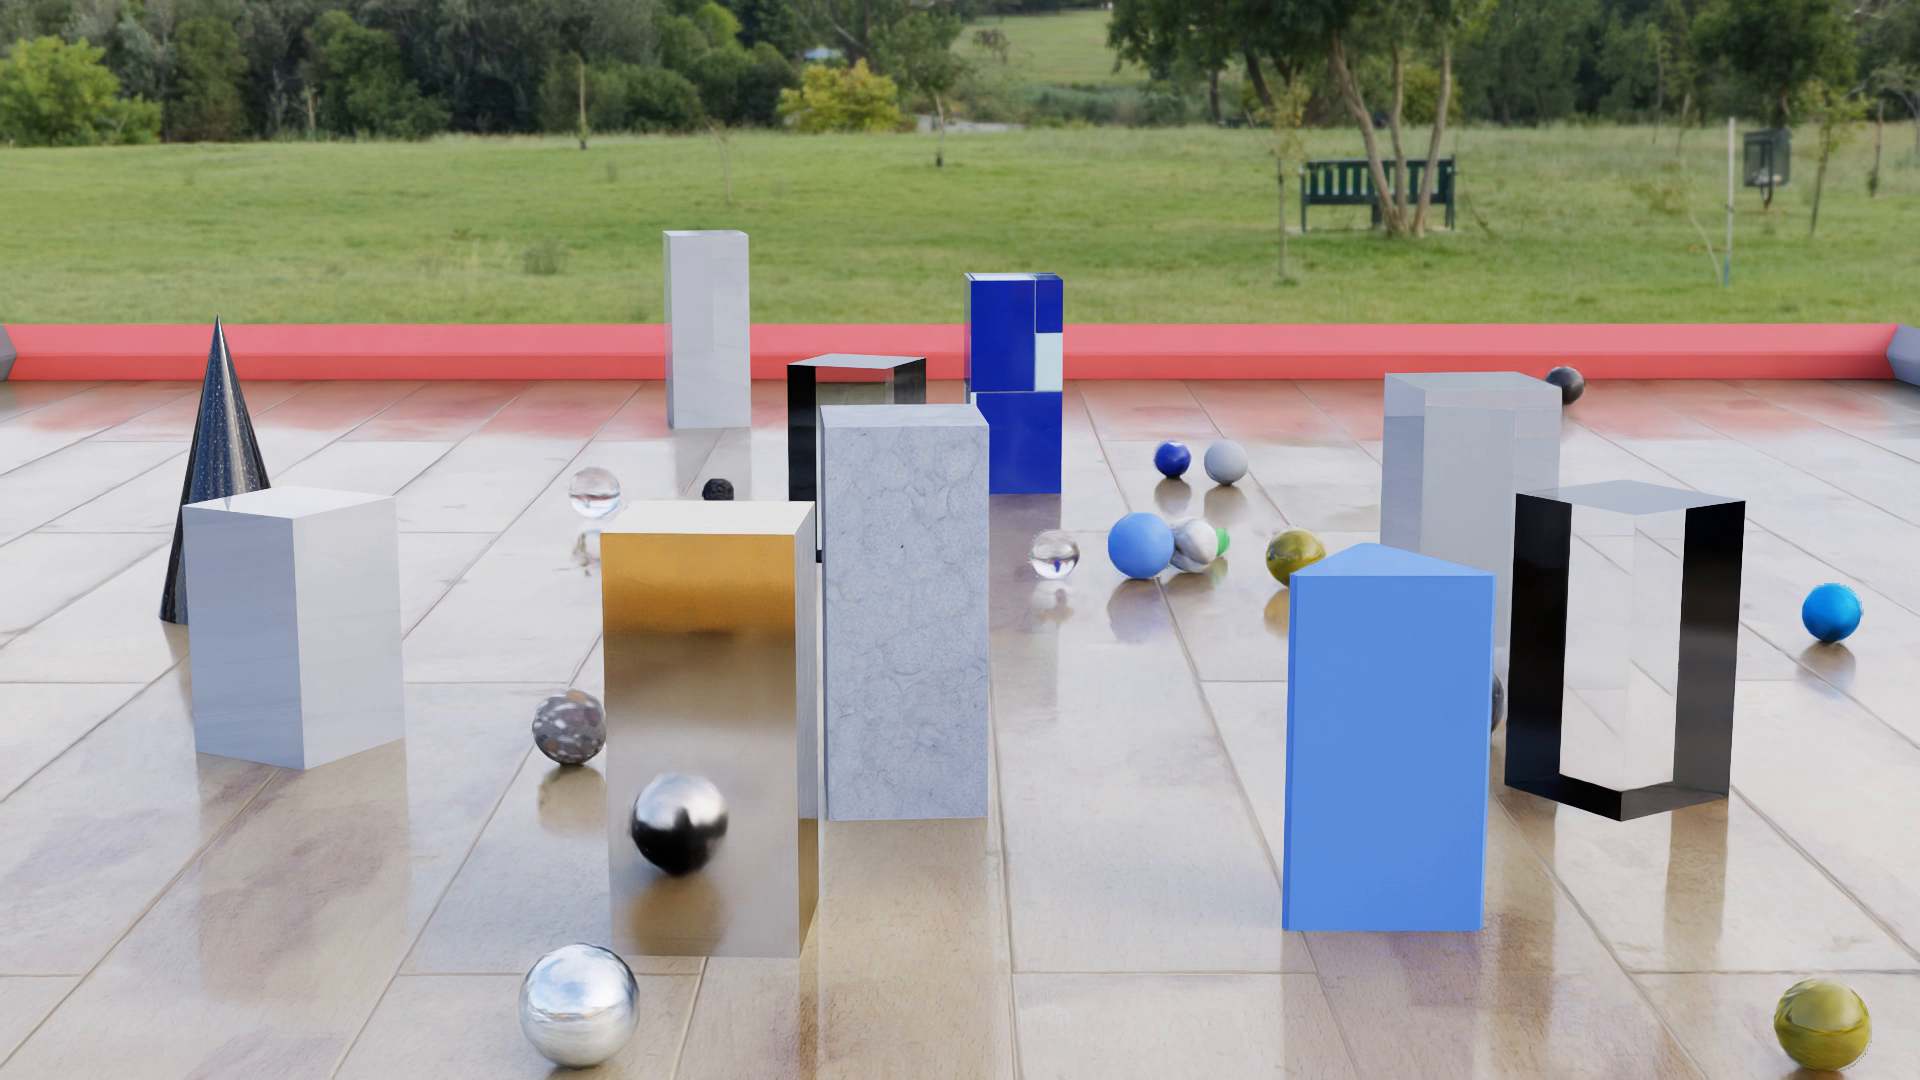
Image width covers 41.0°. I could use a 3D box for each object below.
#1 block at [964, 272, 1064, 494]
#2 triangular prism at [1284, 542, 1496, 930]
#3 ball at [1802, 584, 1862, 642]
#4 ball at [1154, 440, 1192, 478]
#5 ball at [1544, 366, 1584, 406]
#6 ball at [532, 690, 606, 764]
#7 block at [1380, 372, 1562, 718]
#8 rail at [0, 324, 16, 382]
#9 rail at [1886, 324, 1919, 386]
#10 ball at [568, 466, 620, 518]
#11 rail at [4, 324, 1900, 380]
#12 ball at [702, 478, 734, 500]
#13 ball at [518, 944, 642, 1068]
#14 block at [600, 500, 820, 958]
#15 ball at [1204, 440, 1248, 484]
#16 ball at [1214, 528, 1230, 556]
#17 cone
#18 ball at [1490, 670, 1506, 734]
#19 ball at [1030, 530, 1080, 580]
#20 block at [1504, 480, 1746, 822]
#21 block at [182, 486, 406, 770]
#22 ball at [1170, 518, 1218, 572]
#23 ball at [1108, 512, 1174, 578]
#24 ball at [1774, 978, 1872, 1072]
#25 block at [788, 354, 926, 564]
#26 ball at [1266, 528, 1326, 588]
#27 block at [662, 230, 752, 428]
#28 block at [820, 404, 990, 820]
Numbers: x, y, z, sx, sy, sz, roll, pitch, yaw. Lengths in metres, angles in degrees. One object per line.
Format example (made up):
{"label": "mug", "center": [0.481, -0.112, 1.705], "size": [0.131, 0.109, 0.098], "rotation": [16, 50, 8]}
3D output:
{"label": "block", "center": [0.091, -0.273, 4.449], "size": [0.157, 0.366, 0.157], "rotation": [-1, 11, -4]}
{"label": "triangular prism", "center": [0.361, 0.167, 2.233], "size": [0.169, 0.308, 0.147], "rotation": [0, 11, 0]}
{"label": "ball", "center": [1.113, 0.094, 3.277], "size": [0.072, 0.072, 0.072], "rotation": [0, 11, 0]}
{"label": "ball", "center": [0.380, -0.145, 4.579], "size": [0.066, 0.066, 0.066], "rotation": [0, 11, 0]}
{"label": "ball", "center": [1.305, -0.334, 5.544], "size": [0.086, 0.086, 0.086], "rotation": [0, 11, 0]}
{"label": "ball", "center": [-0.410, 0.197, 2.700], "size": [0.080, 0.080, 0.080], "rotation": [0, 11, 0]}
{"label": "block", "center": [0.580, 0.003, 2.939], "size": [0.157, 0.374, 0.157], "rotation": [-1, 11, -7]}
{"label": "rail", "center": [-2.193, 0.035, 3.437], "size": [0.045, 0.127, 5.197], "rotation": [0, 11, 0]}
{"label": "rail", "center": [2.193, 0.030, 3.461], "size": [0.045, 0.127, 5.197], "rotation": [0, 11, 0]}
{"label": "ball", "center": [-0.593, -0.077, 4.165], "size": [0.084, 0.084, 0.084], "rotation": [0, 11, 0]}
{"label": "rail", "center": [-0.015, -0.437, 5.981], "size": [4.433, 0.127, 0.045], "rotation": [0, 11, 0]}
{"label": "ball", "center": [-0.400, -0.077, 4.248], "size": [0.053, 0.053, 0.053], "rotation": [0, 11, 0]}
{"label": "ball", "center": [-0.280, 0.342, 1.887], "size": [0.090, 0.090, 0.090], "rotation": [0, 11, 0]}
{"label": "block", "center": [-0.207, 0.155, 2.166], "size": [0.157, 0.356, 0.157], "rotation": [1, 11, 3]}
{"label": "ball", "center": [0.467, -0.136, 4.500], "size": [0.078, 0.078, 0.078], "rotation": [0, 11, 0]}
{"label": "ball", "center": [0.384, 0.002, 3.853], "size": [0.042, 0.042, 0.042], "rotation": [0, 11, 0]}
{"label": "cone", "center": [-0.981, -0.103, 3.428], "size": [0.196, 0.403, 0.196], "rotation": [0, 11, 0]}
{"label": "ball", "center": [0.540, 0.174, 2.774], "size": [0.098, 0.098, 0.098], "rotation": [0, 11, 0]}
{"label": "ball", "center": [0.136, 0.021, 3.672], "size": [0.071, 0.071, 0.071], "rotation": [0, 11, 0]}
{"label": "block", "center": [0.666, 0.106, 2.577], "size": [0.157, 0.303, 0.157], "rotation": [-7, 12, -33]}
{"label": "block", "center": [-0.715, 0.090, 2.761], "size": [0.157, 0.267, 0.157], "rotation": [6, 12, 29]}
{"label": "ball", "center": [0.335, 0.007, 3.723], "size": [0.080, 0.080, 0.080], "rotation": [0, 11, 0]}
{"label": "ball", "center": [0.259, 0.007, 3.678], "size": [0.096, 0.096, 0.096], "rotation": [0, 11, 0]}
{"label": "ball", "center": [0.632, 0.355, 1.880], "size": [0.067, 0.067, 0.067], "rotation": [0, 11, 0]}
{"label": "block", "center": [-0.152, -0.121, 3.830], "size": [0.157, 0.293, 0.157], "rotation": [4, 11, 21]}
{"label": "ball", "center": [0.473, 0.025, 3.612], "size": [0.085, 0.085, 0.085], "rotation": [0, 11, 0]}
{"label": "block", "center": [-0.518, -0.433, 5.248], "size": [0.157, 0.389, 0.157], "rotation": [-2, 11, -12]}
{"label": "block", "center": [-0.057, 0.068, 2.550], "size": [0.157, 0.388, 0.157], "rotation": [-1, 11, -5]}
